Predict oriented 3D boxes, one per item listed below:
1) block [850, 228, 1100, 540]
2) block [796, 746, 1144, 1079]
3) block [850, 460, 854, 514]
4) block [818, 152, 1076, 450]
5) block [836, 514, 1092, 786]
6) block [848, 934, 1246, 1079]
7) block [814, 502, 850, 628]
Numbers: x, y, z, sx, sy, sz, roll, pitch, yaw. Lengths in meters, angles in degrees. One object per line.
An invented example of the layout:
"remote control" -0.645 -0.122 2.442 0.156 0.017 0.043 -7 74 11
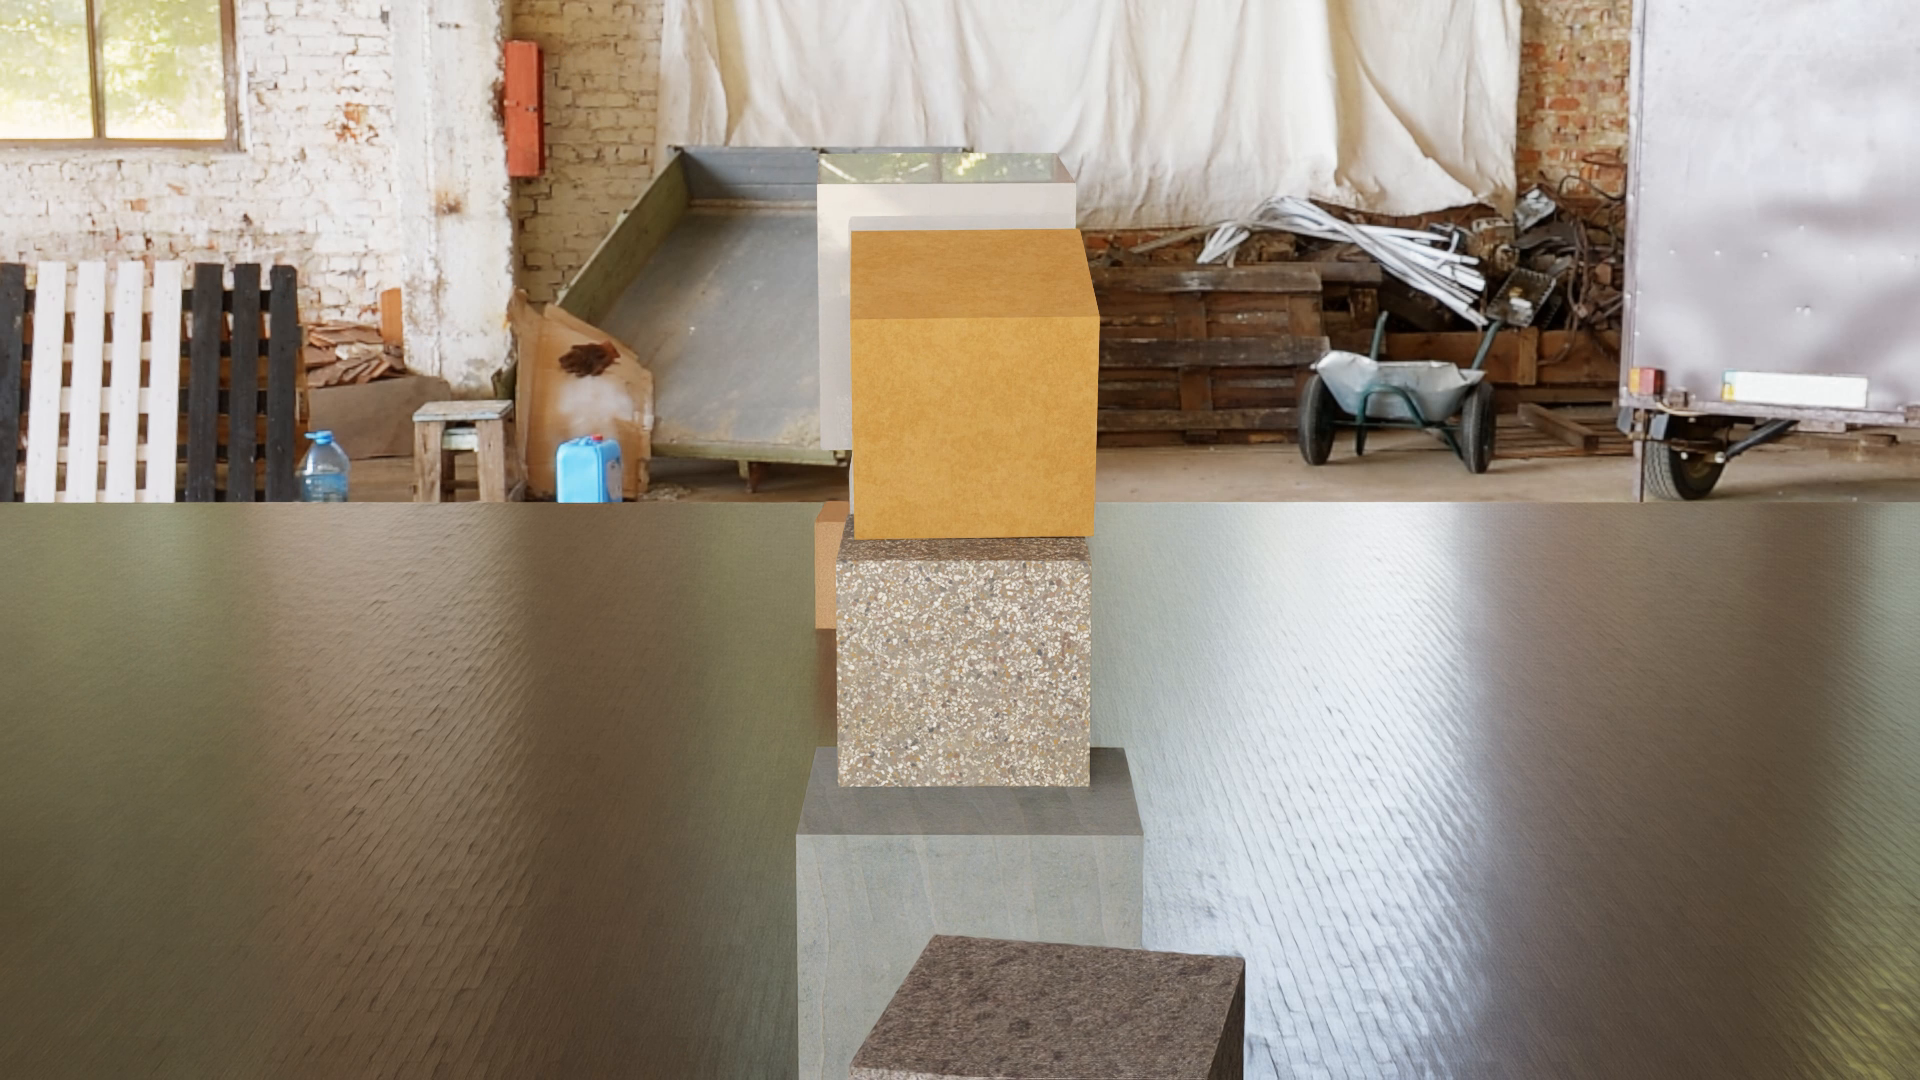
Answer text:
"block" 0.038 -0.616 9.897 0.903 0.888 0.947 -1 26 -2
"block" 0.037 1.365 9.444 1.191 0.934 1.167 0 10 0
"block" 0.020 0.107 10.811 0.923 1.064 0.947 0 16 0
"block" -0.076 -1.033 10.887 1.037 1.091 0.981 -1 16 -3
"block" 0.013 0.398 9.804 0.920 0.840 1.003 0 10 0
"block" 0.258 1.753 6.816 0.880 1.079 0.922 2 13 13
"block" -0.537 0.156 16.766 0.743 0.694 0.800 0 10 2
